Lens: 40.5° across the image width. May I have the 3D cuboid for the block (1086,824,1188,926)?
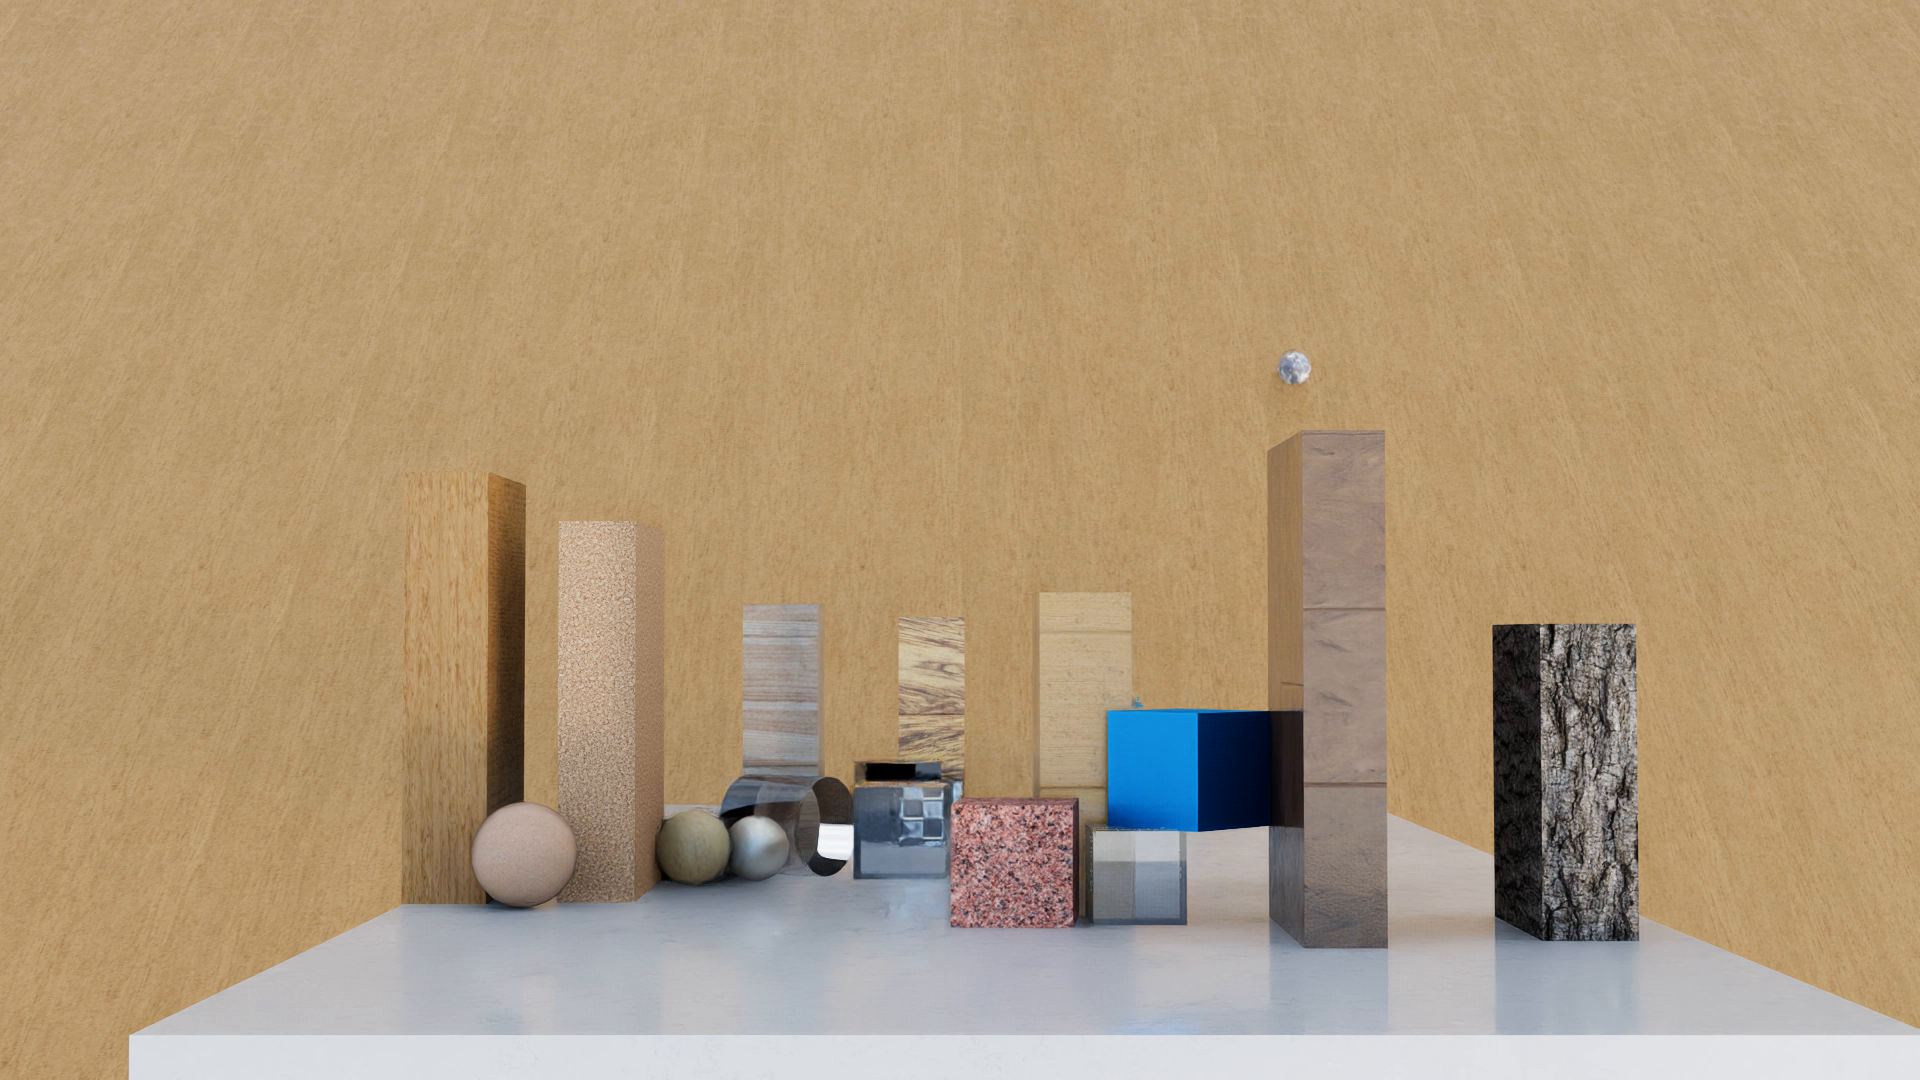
[{"bbox_3d":[0.274,0.521,4.058,0.144,0.144,0.144,0,-2,-2],"label":"block"}]

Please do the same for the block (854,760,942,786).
[{"bbox_3d":[-0.139,0.575,5.768,0.166,0.166,0.166,0,-2,-13],"label":"block"}]

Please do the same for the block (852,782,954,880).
[{"bbox_3d":[-0.104,0.538,4.827,0.168,0.168,0.168,0,-2,6],"label":"block"}]

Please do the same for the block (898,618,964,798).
[{"bbox_3d":[-0.064,0.425,6.045,0.149,0.487,0.346,0,-2,0],"label":"block"}]

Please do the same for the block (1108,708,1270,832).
[{"bbox_3d":[0.361,0.360,4.096,0.181,0.181,0.181,-2,-3,44],"label":"block"}]

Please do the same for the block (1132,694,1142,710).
[{"bbox_3d":[0.415,0.490,7.157,0.122,0.122,0.122,14,26,-27],"label":"block"}]

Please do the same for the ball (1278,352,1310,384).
[{"bbox_3d":[1.116,-0.573,8.674,0.108,0.108,0.108,0,36,0],"label":"ball"}]

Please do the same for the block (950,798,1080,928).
[{"bbox_3d":[0.087,0.499,4.041,0.186,0.186,0.186,0,-2,5],"label":"block"}]

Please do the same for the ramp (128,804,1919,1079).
[{"bbox_3d":[0.079,0.674,4.877,2.000,0.100,4.000,0,-2,0],"label":"ramp"}]

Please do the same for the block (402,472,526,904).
[{"bbox_3d":[-0.854,0.252,4.499,0.140,0.716,0.372,0,-2,0],"label":"block"}]

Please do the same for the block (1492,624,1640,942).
[{"bbox_3d":[0.916,0.359,3.951,0.140,0.461,0.340,0,-2,0],"label":"block"}]

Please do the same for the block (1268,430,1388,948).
[{"bbox_3d":[0.548,0.219,3.910,0.118,0.737,0.422,0,-2,0],"label":"block"}]

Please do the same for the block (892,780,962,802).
[{"bbox_3d":[-0.071,0.588,5.629,0.130,0.130,0.130,0,-2,-11],"label":"block"}]

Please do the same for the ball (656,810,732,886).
[{"bbox_3d":[-0.475,0.548,4.629,0.134,0.134,0.134,0,36,0],"label":"ball"}]

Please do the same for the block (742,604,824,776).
[{"bbox_3d":[-0.345,0.380,5.109,0.145,0.506,0.241,0,-2,0],"label":"block"}]

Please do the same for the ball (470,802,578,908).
[{"bbox_3d":[-0.713,0.515,4.256,0.172,0.172,0.172,0,36,0],"label":"ball"}]

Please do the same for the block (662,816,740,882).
[{"bbox_3d":[-0.474,0.565,4.762,0.110,0.110,0.110,-1,-2,15],"label":"block"}]

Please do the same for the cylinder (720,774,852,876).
[{"bbox_3d":[-0.322,0.532,4.856,0.184,0.184,0.184,-1,31,33],"label":"cylinder"}]

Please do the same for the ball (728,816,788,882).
[{"bbox_3d":[-0.370,0.558,4.710,0.119,0.119,0.119,0,36,0],"label":"ball"}]

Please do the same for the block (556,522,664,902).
[{"bbox_3d":[-0.607,0.294,4.551,0.129,0.635,0.426,0,-2,0],"label":"block"}]

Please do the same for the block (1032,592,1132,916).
[{"bbox_3d":[0.200,0.347,4.329,0.147,0.513,0.386,0,-2,0],"label":"block"}]
